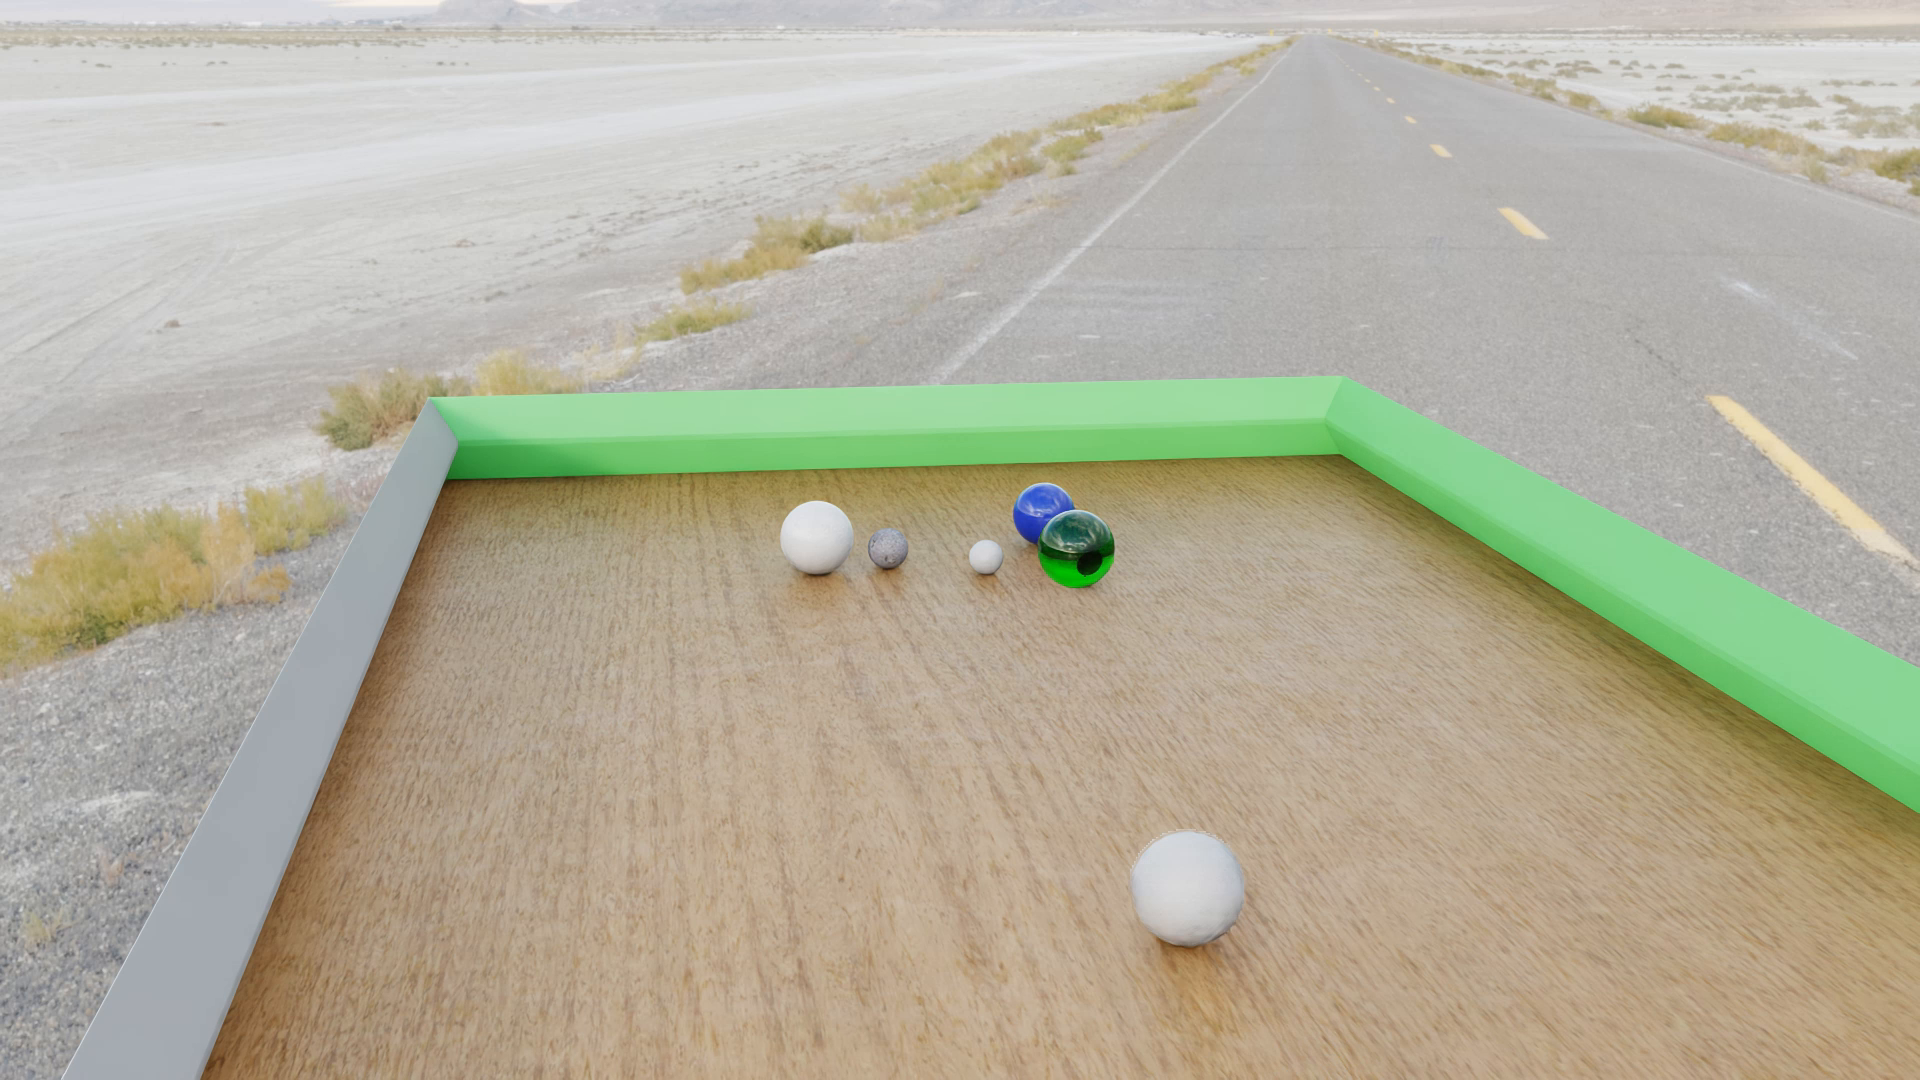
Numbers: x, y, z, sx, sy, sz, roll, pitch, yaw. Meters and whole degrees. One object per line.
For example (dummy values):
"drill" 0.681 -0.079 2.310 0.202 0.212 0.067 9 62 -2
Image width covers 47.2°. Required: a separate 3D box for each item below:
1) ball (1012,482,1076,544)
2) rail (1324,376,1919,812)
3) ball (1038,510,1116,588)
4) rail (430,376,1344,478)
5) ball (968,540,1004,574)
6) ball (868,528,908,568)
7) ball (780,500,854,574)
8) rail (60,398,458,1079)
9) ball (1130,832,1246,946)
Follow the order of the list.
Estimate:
"ball" 0.111 -0.034 2.912 0.084 0.084 0.084 0 13 0
"rail" 0.776 0.102 2.248 0.045 0.125 2.625 -2 14 -8
"ball" 0.143 0.011 2.698 0.096 0.096 0.096 0 13 0
"rail" -0.090 -0.171 3.393 1.427 0.125 0.045 -2 14 -8
"ball" 0.033 0.021 2.766 0.044 0.044 0.044 0 13 0
"ball" -0.091 0.011 2.793 0.052 0.052 0.052 0 13 0
"ball" -0.180 -0.003 2.761 0.093 0.093 0.093 0 13 0
"rail" -0.589 0.148 2.057 0.045 0.125 2.625 -2 14 -8
"ball" 0.172 0.263 1.661 0.086 0.086 0.086 0 13 0
